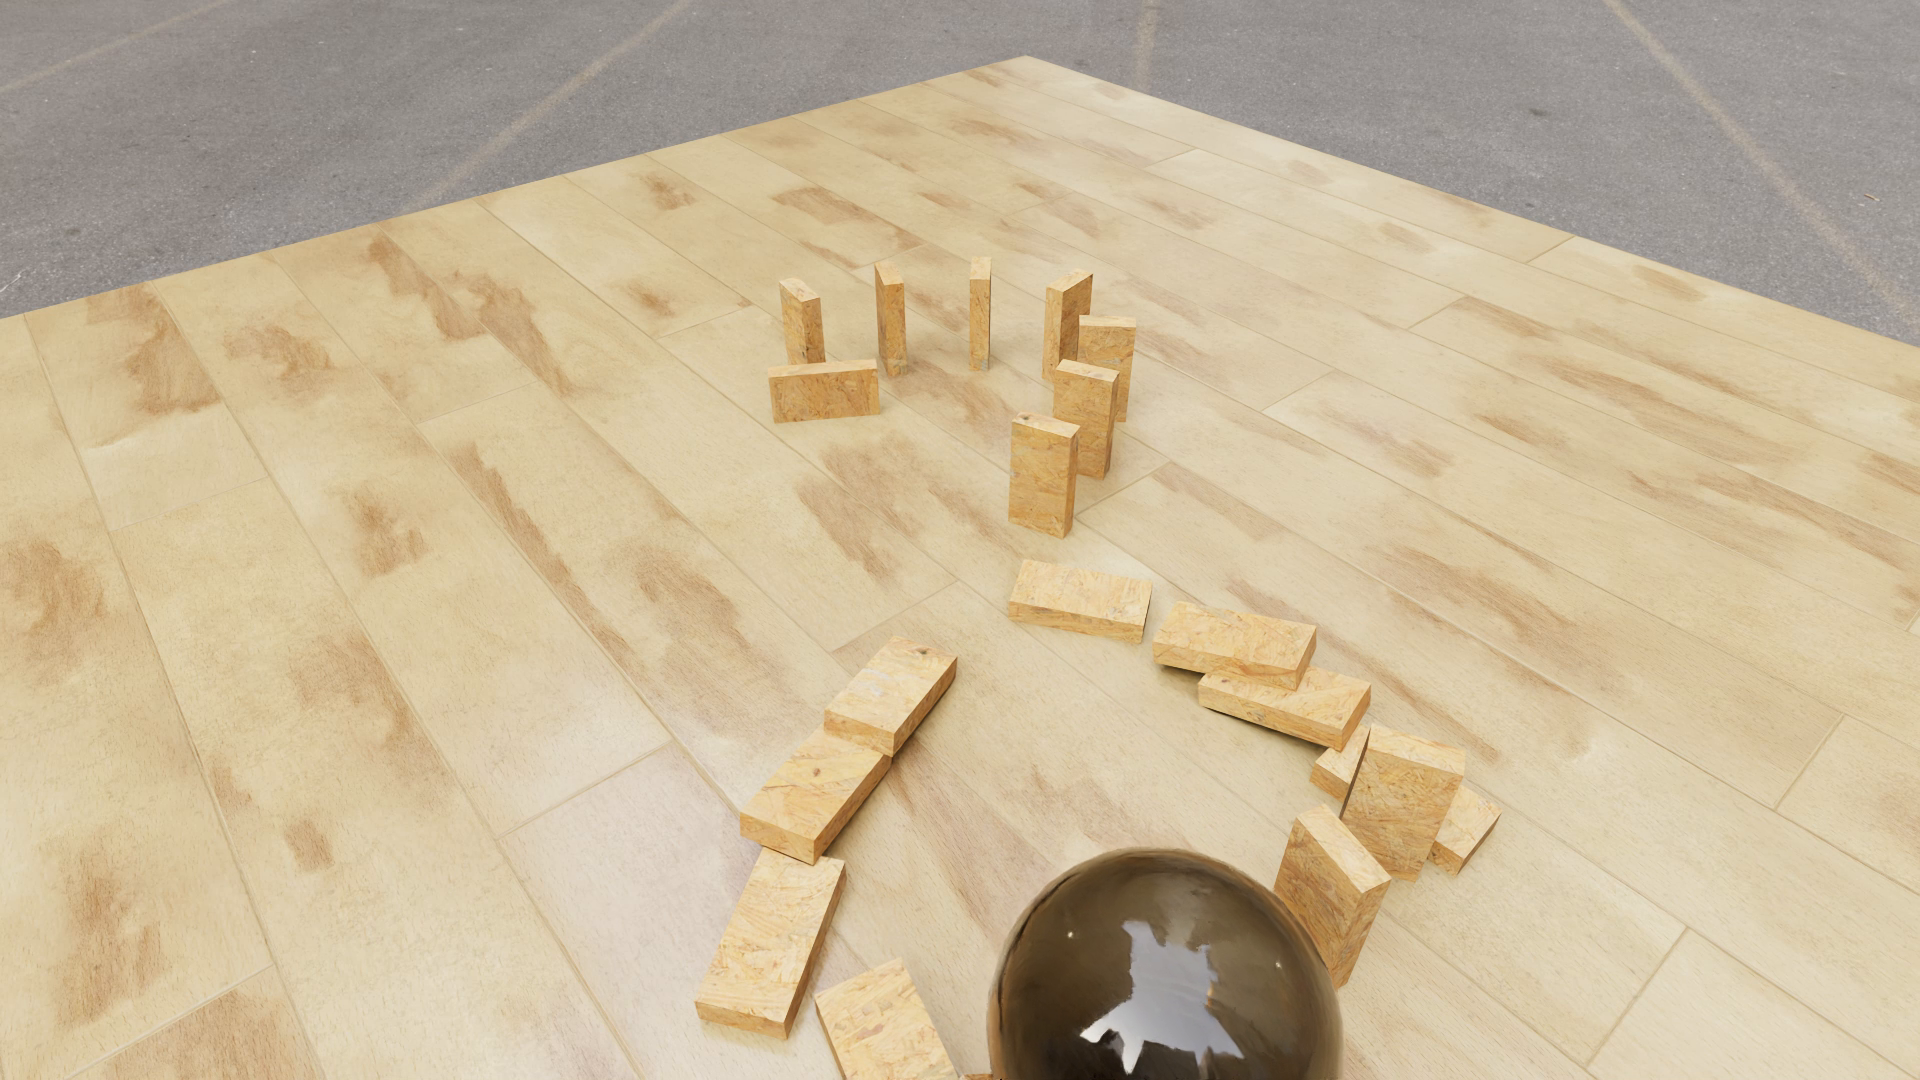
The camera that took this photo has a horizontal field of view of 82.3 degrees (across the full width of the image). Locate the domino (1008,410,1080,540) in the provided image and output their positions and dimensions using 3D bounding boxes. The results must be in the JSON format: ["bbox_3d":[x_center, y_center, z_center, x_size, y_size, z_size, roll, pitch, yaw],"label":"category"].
[{"bbox_3d":[0.033,-0.026,0.443,0.025,0.050,0.009,19,43,21],"label":"domino"}]

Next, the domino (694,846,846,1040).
[{"bbox_3d":[-0.052,0.111,0.308,0.025,0.010,0.050,9,40,11],"label":"domino"}]

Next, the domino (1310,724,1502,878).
[{"bbox_3d":[0.139,0.080,0.346,0.025,0.010,0.050,-31,49,-33],"label":"domino"}]

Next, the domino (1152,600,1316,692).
[{"bbox_3d":[0.095,0.036,0.383,0.050,0.009,0.025,10,37,30],"label":"domino"}]

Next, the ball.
[{"bbox_3d":[0.046,0.111,0.252,0.080,0.080,0.080,0,39,0],"label":"ball"}]

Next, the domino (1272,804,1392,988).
[{"bbox_3d":[0.097,0.097,0.293,0.010,0.050,0.025,-17,42,-19],"label":"domino"}]

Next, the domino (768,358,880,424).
[{"bbox_3d":[-0.064,-0.070,0.517,0.050,0.025,0.009,-6,40,-7],"label":"domino"}]

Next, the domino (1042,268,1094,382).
[{"bbox_3d":[0.052,-0.104,0.539,0.009,0.050,0.025,28,47,29],"label":"domino"}]

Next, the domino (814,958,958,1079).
[{"bbox_3d":[-0.016,0.134,0.279,0.025,0.010,0.050,-17,42,-20],"label":"domino"}]

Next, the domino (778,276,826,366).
[{"bbox_3d":[-0.075,-0.098,0.532,0.009,0.050,0.025,-21,44,-24],"label":"domino"}]

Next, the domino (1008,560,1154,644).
[{"bbox_3d":[0.046,0.023,0.415,0.050,0.010,0.025,10,40,12],"label":"domino"}]

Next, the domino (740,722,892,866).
[{"bbox_3d":[-0.044,0.077,0.342,0.025,0.010,0.050,16,30,18],"label":"domino"}]

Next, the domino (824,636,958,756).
[{"bbox_3d":[-0.023,0.052,0.372,0.025,0.009,0.050,16,30,18],"label":"domino"}]

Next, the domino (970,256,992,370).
[{"bbox_3d":[0.010,-0.113,0.549,0.009,0.050,0.025,2,39,2],"label":"domino"}]

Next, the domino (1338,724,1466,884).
[{"bbox_3d":[0.125,0.077,0.318,0.025,0.050,0.010,15,42,18],"label":"domino"}]

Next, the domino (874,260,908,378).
[{"bbox_3d":[-0.034,-0.109,0.545,0.010,0.050,0.025,-9,40,-11],"label":"domino"}]

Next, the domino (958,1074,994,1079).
[{"bbox_3d":[0.018,0.148,0.252,0.025,0.010,0.050,26,18,-44],"label":"domino"}]

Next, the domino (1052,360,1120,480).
[{"bbox_3d":[0.053,-0.051,0.474,0.025,0.050,0.009,16,42,18],"label":"domino"}]

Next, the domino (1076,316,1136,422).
[{"bbox_3d":[0.066,-0.078,0.507,0.025,0.050,0.009,3,39,3],"label":"domino"}]

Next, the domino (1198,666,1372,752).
[{"bbox_3d":[0.109,0.052,0.372,0.050,0.010,0.025,15,40,36],"label":"domino"}]
